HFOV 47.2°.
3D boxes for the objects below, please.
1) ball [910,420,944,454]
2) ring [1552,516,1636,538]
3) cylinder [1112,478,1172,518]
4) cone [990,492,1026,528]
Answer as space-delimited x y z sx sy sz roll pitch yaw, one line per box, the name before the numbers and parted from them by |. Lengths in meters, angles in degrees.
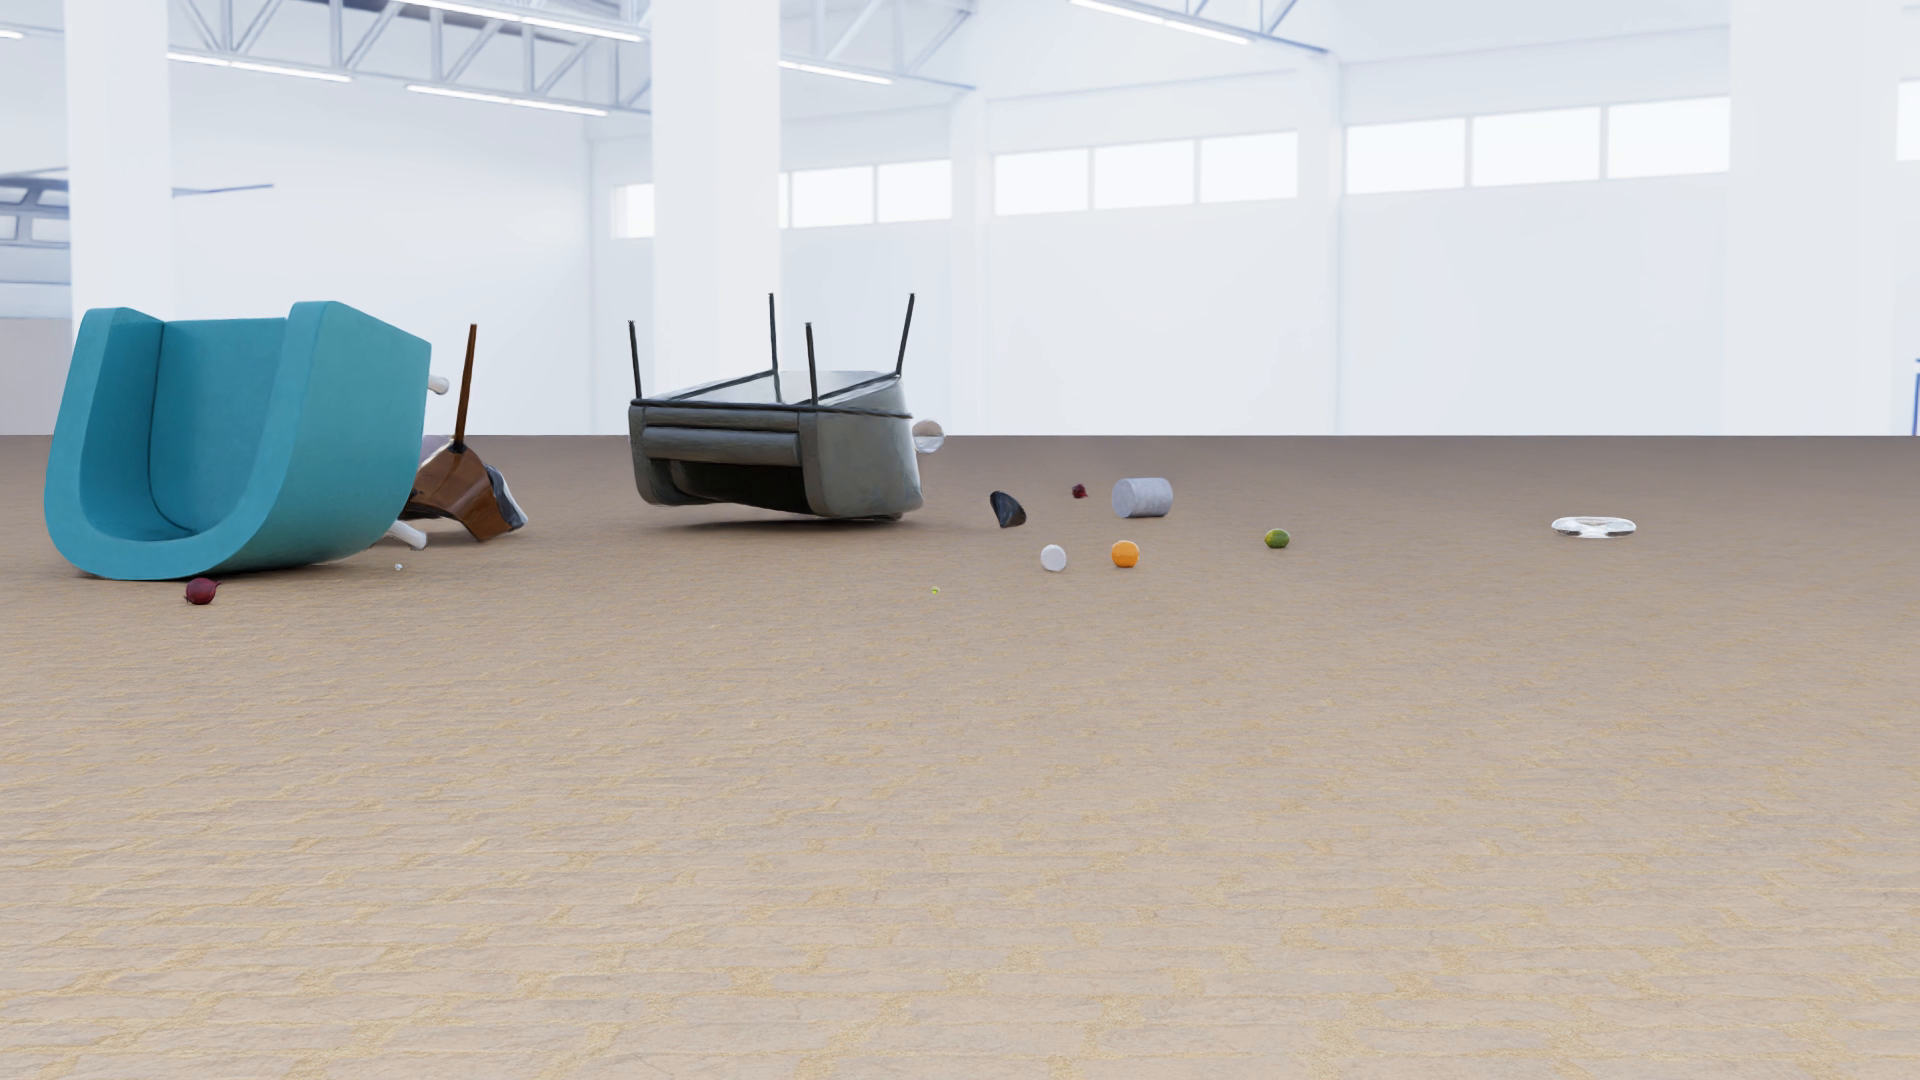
ball | -0.230 -0.724 15.352 0.239 0.239 0.239 0 4 0
ring | 1.942 -0.039 6.740 0.250 0.051 0.256 3 6 32
cylinder | 0.639 -0.149 7.722 0.166 0.136 0.136 -3 8 -33
cone | 0.146 -0.071 7.140 0.094 0.162 0.095 -22 33 34
